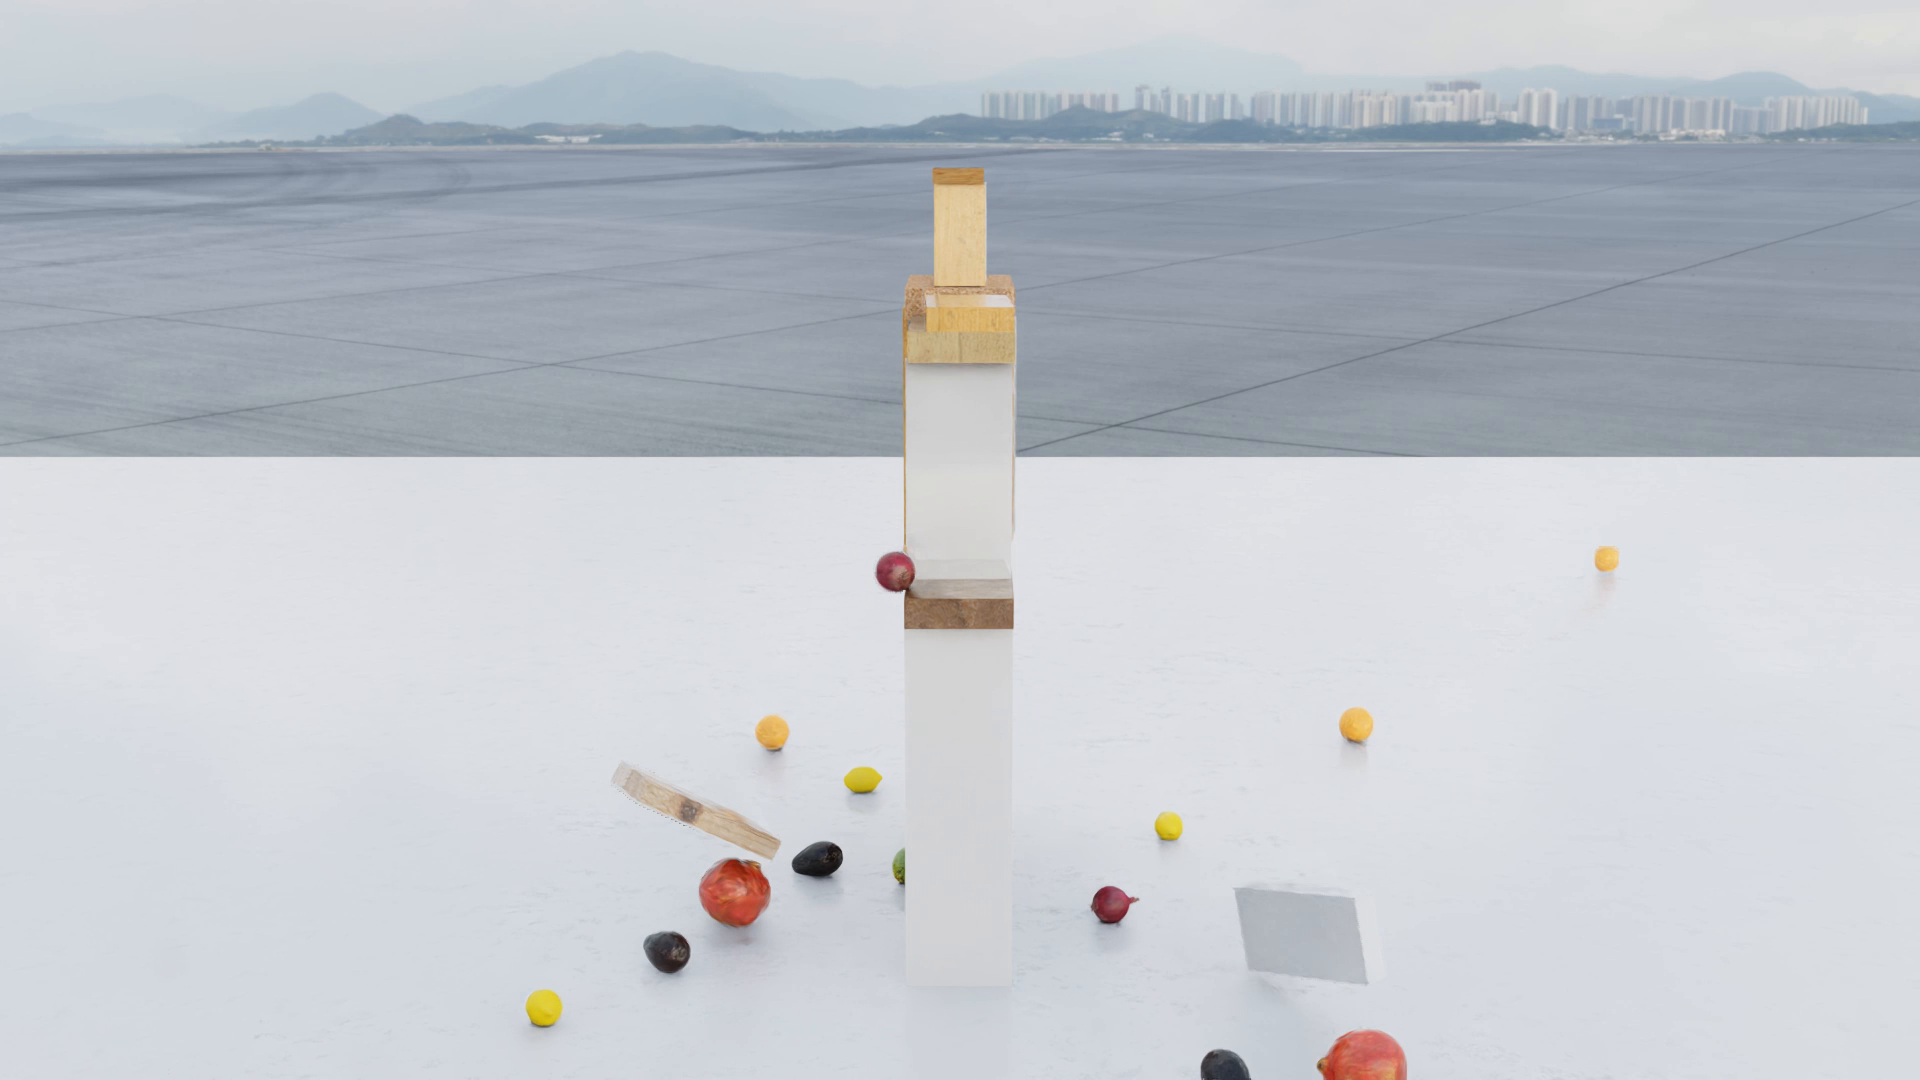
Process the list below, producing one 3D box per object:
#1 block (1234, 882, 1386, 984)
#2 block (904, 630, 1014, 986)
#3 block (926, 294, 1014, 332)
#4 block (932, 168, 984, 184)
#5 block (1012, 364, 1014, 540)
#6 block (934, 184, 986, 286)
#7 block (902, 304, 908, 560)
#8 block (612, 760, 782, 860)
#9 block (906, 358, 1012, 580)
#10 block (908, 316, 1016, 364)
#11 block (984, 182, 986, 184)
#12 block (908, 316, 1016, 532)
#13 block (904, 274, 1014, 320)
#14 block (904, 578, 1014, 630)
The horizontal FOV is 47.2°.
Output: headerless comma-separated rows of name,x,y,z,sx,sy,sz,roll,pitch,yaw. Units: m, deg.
block,0.507,0.571,3.209,0.036,0.126,0.252,-11,2,-35
block,-0.002,0.389,3.242,0.157,0.551,0.044,0,11,0
block,0.012,-0.340,3.292,0.126,0.036,0.252,0,10,-1
block,-0.002,-0.589,3.549,0.081,0.023,0.162,0,10,0
block,0.005,-0.155,3.491,0.156,0.311,0.044,5,12,27
block,-0.001,-0.486,3.504,0.081,0.162,0.023,0,6,-2
block,-0.009,-0.185,3.806,0.174,0.440,0.049,1,11,4
block,-0.413,0.424,3.446,0.252,0.036,0.126,29,-5,-29
block,-0.002,-0.105,3.259,0.156,0.325,0.044,0,11,-2
block,0.003,-0.305,3.324,0.156,0.044,0.311,0,10,0
block,0.003,-0.505,3.611,0.081,0.162,0.023,0,6,-2
block,0.003,-0.188,3.569,0.174,0.347,0.049,0,10,1
block,0.000,-0.405,3.650,0.174,0.049,0.347,0,11,0
block,0.000,0.077,3.290,0.157,0.044,0.314,0,11,0
